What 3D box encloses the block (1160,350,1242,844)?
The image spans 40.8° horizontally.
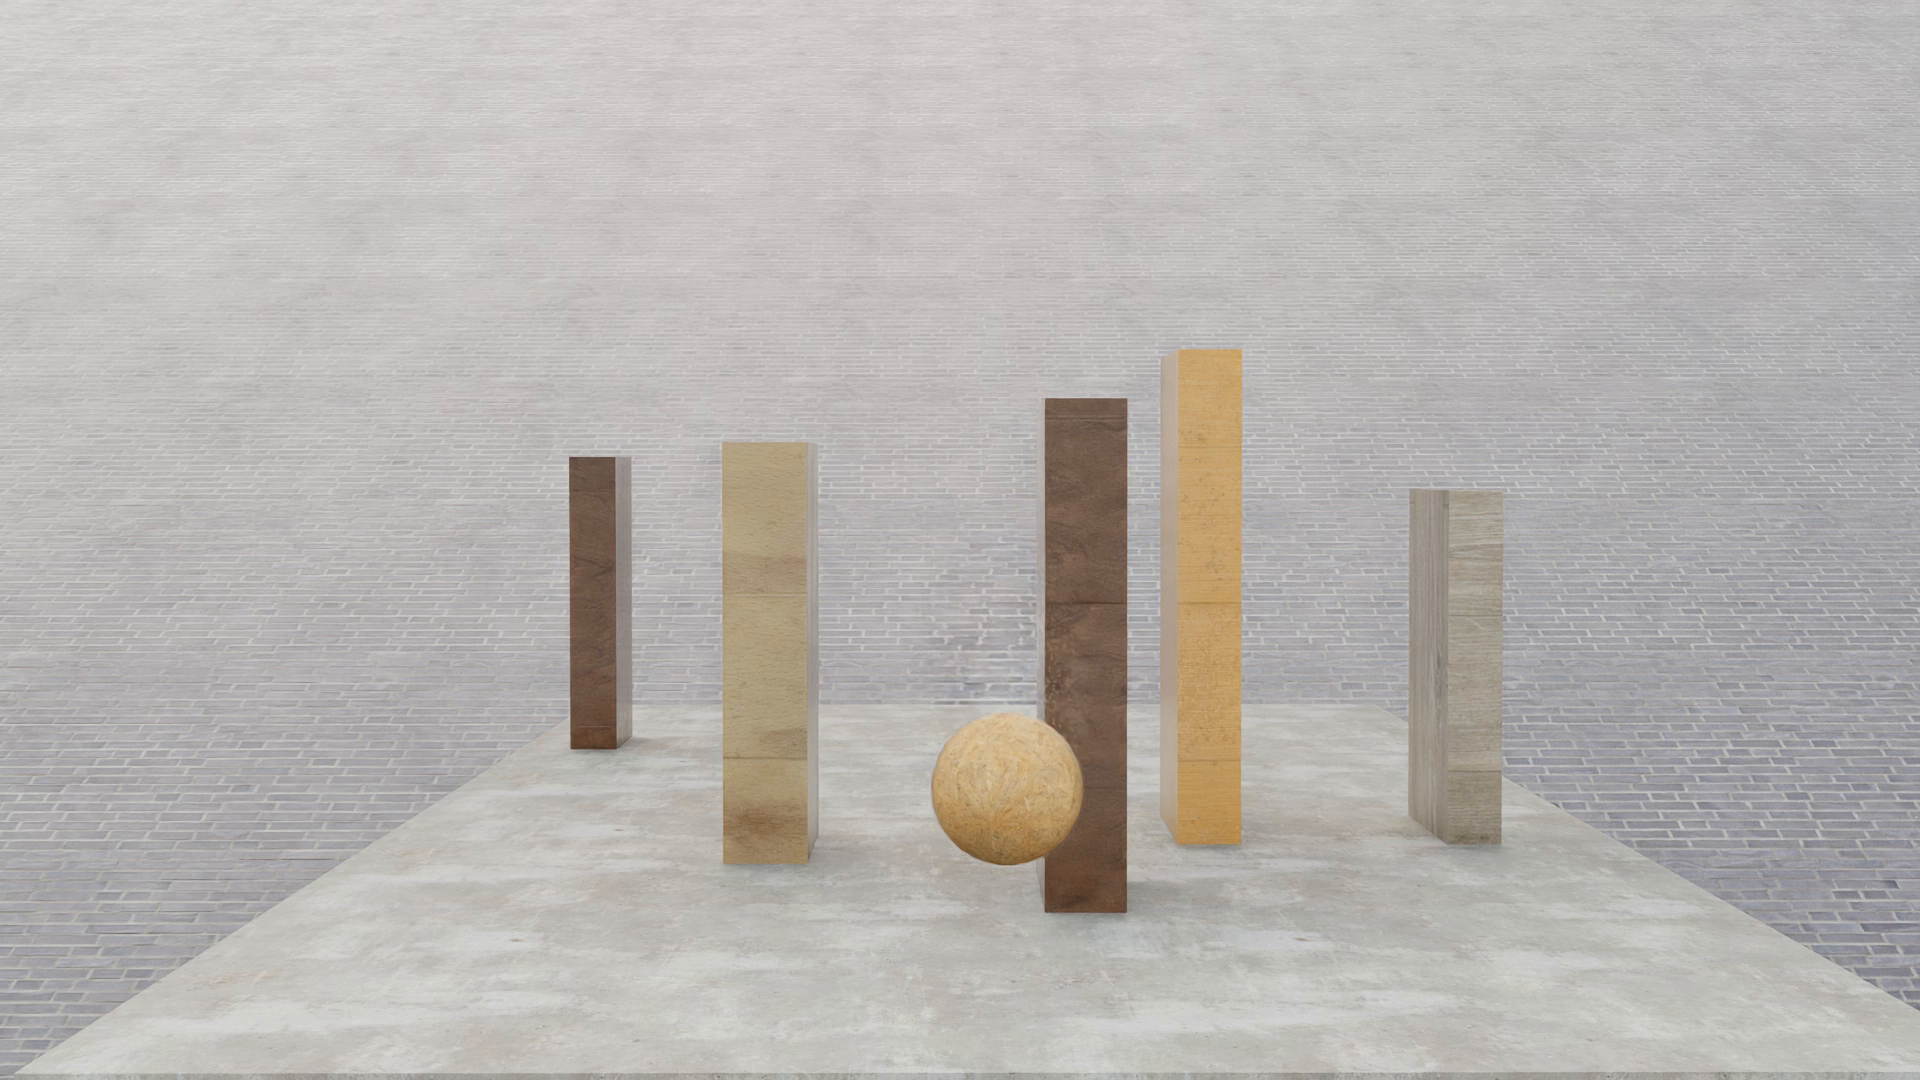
[{"bbox_3d":[0.397,0.087,4.282,0.102,0.789,0.350,0,2,0],"label":"block"}]

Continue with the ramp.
[{"bbox_3d":[0.058,0.524,4.562,2.000,0.100,4.000,0,2,0],"label":"ramp"}]

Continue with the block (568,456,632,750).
[{"bbox_3d":[-0.784,0.131,5.640,0.099,0.625,0.269,0,2,0],"label":"block"}]

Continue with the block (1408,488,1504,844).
[{"bbox_3d":[0.819,0.199,4.279,0.086,0.564,0.357,0,2,0],"label":"block"}]

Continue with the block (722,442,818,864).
[{"bbox_3d":[-0.296,0.167,4.072,0.128,0.640,0.327,0,2,0],"label":"block"}]

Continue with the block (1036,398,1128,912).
[{"bbox_3d":[0.170,0.151,3.654,0.111,0.694,0.362,0,2,0],"label":"block"}]

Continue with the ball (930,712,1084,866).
[{"bbox_3d":[0.049,0.255,2.653,0.157,0.157,0.157,0,25,0],"label":"ball"}]
